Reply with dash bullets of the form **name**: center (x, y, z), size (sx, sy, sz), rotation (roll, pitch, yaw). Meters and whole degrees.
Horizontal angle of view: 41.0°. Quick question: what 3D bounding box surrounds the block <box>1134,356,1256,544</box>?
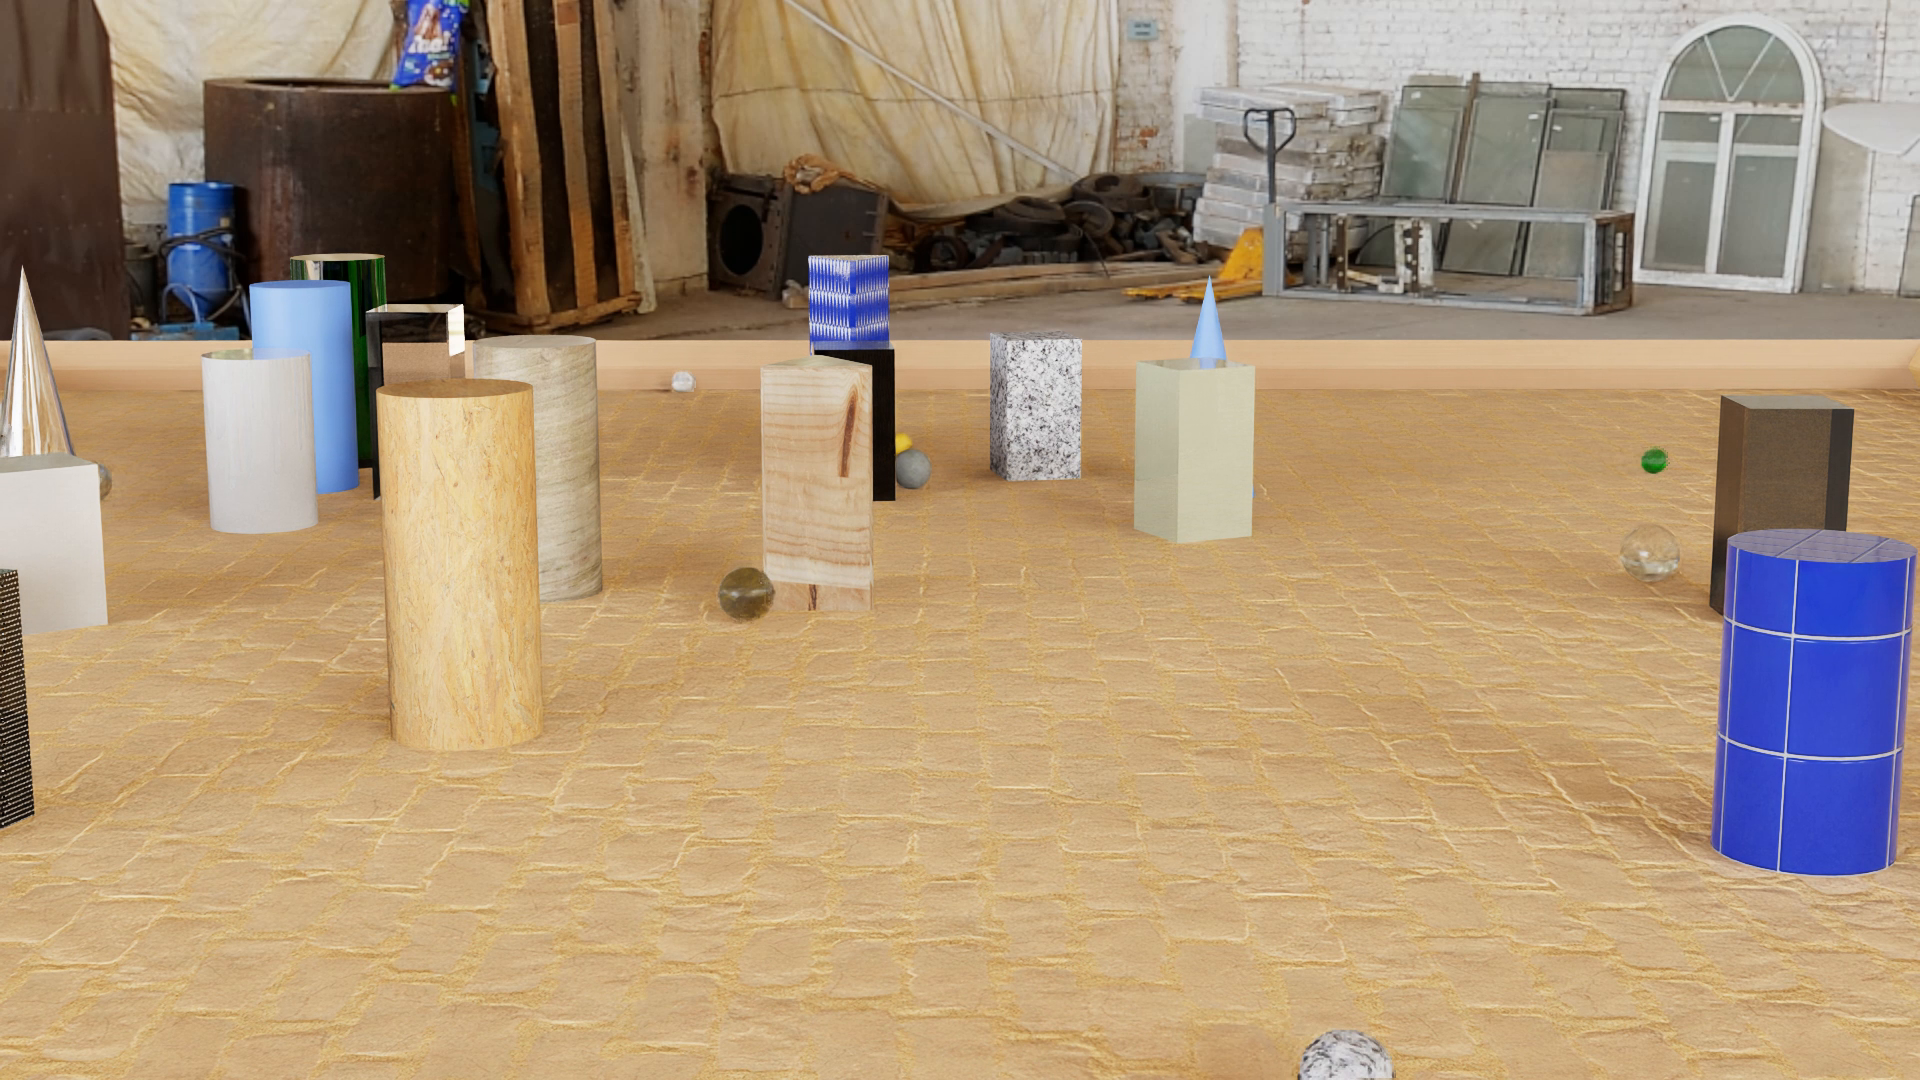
- **block**: center (0.357, -0.140, 3.922), size (0.131, 0.261, 0.131), rotation (-5, 12, -25)

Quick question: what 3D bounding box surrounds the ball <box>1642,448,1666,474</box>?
- **ball**: center (1.217, -0.139, 4.499), size (0.044, 0.044, 0.044), rotation (0, 11, 0)

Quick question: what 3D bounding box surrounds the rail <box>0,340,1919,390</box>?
- **rail**: center (-0.013, -0.379, 5.587), size (4.242, 0.106, 0.045), rotation (0, 11, 0)

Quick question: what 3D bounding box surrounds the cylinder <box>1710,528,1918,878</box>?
- **cylinder**: center (0.780, 0.146, 2.350), size (0.164, 0.287, 0.164), rotation (0, 11, 0)

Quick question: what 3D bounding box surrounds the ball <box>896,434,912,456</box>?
- **ball**: center (-0.109, -0.173, 4.681), size (0.042, 0.042, 0.042), rotation (0, 11, 0)

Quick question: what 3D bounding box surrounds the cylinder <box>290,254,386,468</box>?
- **cylinder**: center (-1.104, -0.321, 4.585), size (0.164, 0.369, 0.164), rotation (0, 11, 0)

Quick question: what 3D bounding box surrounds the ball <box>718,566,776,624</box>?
- **ball**: center (-0.276, 0.071, 3.316), size (0.073, 0.073, 0.073), rotation (0, 11, 0)

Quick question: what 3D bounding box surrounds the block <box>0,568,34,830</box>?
- **block**: center (-0.978, 0.155, 2.419), size (0.131, 0.242, 0.131), rotation (3, 11, 17)

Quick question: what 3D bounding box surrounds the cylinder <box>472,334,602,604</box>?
- **cylinder**: center (-0.573, -0.099, 3.485), size (0.164, 0.343, 0.164), rotation (0, 11, 0)

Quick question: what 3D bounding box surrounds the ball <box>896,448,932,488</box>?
- **ball**: center (-0.081, -0.120, 4.335), size (0.068, 0.068, 0.068), rotation (0, 11, 0)

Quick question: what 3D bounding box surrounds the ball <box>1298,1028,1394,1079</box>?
- **ball**: center (0.266, 0.370, 1.767), size (0.065, 0.065, 0.065), rotation (0, 11, 0)

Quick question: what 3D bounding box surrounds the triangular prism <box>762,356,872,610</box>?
- **triangular prism**: center (-0.189, -0.078, 3.427), size (0.142, 0.325, 0.123), rotation (0, 11, -2)

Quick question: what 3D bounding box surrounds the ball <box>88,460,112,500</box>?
- **ball**: center (-1.424, -0.095, 4.198), size (0.070, 0.070, 0.070), rotation (0, 11, 0)

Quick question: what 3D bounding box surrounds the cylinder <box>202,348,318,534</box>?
- **cylinder**: center (-1.088, -0.156, 3.991), size (0.164, 0.267, 0.164), rotation (0, 11, 0)

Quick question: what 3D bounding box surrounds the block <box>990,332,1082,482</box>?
- **block**: center (0.131, -0.235, 4.471), size (0.131, 0.242, 0.131), rotation (-2, 11, -12)

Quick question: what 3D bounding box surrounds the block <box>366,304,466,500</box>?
- **block**: center (-0.900, -0.230, 4.263), size (0.131, 0.310, 0.131), rotation (0, 11, 1)

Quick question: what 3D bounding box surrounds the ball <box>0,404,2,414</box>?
- **ball**: center (-1.816, -0.218, 4.812), size (0.082, 0.082, 0.082), rotation (0, 11, 0)

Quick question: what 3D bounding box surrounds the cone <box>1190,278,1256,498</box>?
- **cone**: center (0.410, -0.256, 4.251), size (0.164, 0.366, 0.164), rotation (0, 11, 0)

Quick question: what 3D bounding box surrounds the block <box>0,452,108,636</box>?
- **block**: center (-1.192, 0.004, 3.305), size (0.131, 0.209, 0.131), rotation (-8, 13, -36)

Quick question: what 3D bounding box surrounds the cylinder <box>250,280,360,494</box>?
- **cylinder**: center (-1.105, -0.260, 4.330), size (0.164, 0.344, 0.164), rotation (0, 11, 0)

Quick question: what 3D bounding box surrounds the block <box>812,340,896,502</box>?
- **block**: center (-0.177, -0.198, 4.257), size (0.131, 0.251, 0.131), rotation (-1, 11, -5)

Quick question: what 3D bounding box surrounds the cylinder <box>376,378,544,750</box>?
- **cylinder**: center (-0.536, 0.023, 2.758), size (0.164, 0.375, 0.164), rotation (0, 11, 0)

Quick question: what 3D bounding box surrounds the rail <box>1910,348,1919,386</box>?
- **rail**: center (2.097, 0.025, 3.463), size (0.045, 0.106, 4.395), rotation (0, 11, 0)

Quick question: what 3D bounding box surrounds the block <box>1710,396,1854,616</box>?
- **block**: center (1.064, -0.039, 3.330), size (0.131, 0.283, 0.131), rotation (0, 11, 1)

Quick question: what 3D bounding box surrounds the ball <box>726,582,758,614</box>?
- **ball**: center (-0.287, 0.076, 3.373), size (0.042, 0.042, 0.042), rotation (0, 11, 0)

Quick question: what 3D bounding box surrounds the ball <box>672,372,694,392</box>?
- **ball**: center (-0.602, -0.342, 5.559), size (0.047, 0.047, 0.047), rotation (0, 11, 0)

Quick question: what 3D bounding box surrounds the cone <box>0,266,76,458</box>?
- **cone**: center (-1.438, -0.223, 3.973), size (0.164, 0.405, 0.164), rotation (0, 11, 0)

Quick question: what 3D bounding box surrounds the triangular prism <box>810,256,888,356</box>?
- **triangular prism**: center (-0.180, -0.327, 4.628), size (0.123, 0.366, 0.142), rotation (-8, 13, -35)

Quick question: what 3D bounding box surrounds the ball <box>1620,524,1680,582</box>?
- **ball**: center (0.961, 0.019, 3.570), size (0.081, 0.081, 0.081), rotation (0, 11, 0)
